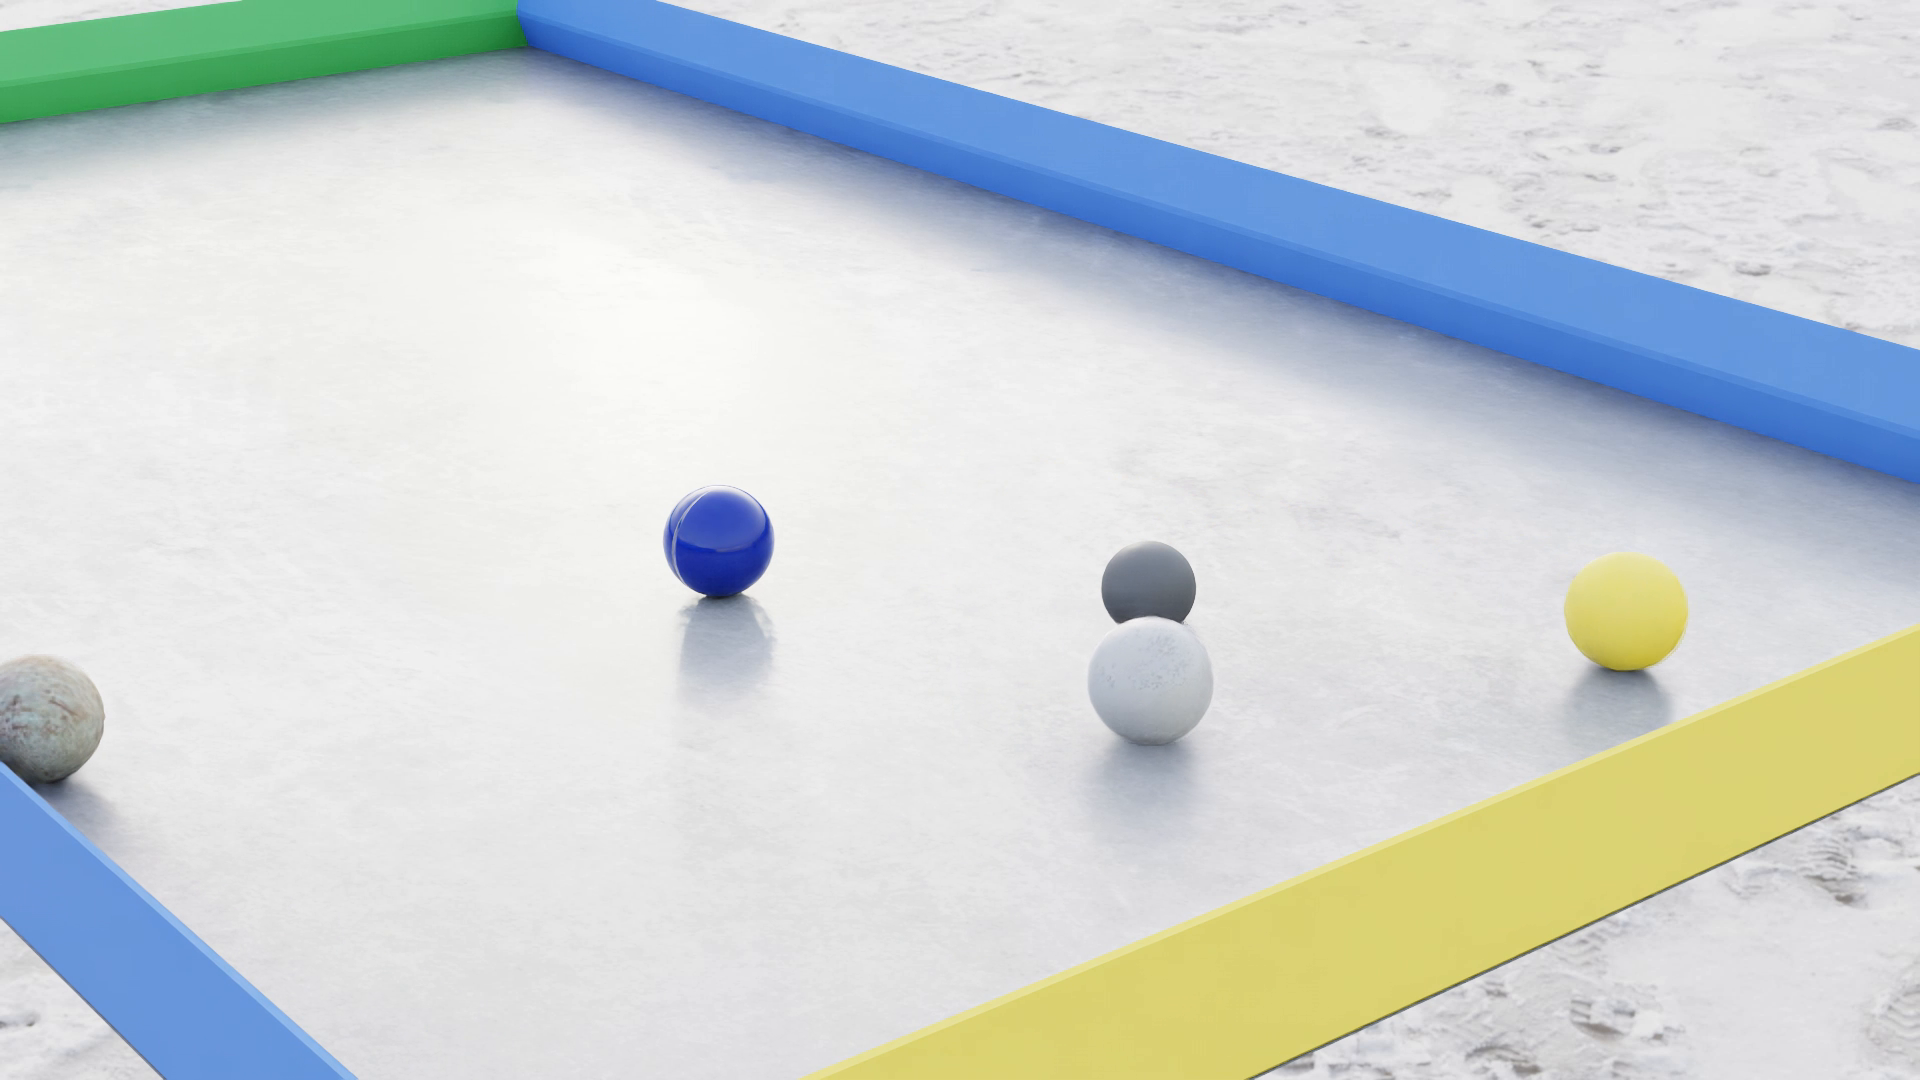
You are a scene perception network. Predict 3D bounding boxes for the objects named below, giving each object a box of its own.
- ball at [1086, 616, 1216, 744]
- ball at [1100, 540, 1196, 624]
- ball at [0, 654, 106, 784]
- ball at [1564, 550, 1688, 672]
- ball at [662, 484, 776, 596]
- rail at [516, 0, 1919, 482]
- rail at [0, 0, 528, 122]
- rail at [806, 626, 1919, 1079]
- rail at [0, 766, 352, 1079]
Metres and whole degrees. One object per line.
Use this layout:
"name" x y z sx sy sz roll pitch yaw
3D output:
"ball" 0.145 0.107 2.242 0.098 0.098 0.098 0 21 0
"ball" 0.156 0.040 2.438 0.079 0.079 0.079 0 21 0
"ball" -0.683 0.133 2.178 0.095 0.095 0.095 0 21 0
"ball" 0.536 0.057 2.369 0.097 0.097 0.097 0 21 0
"ball" -0.206 0.001 2.515 0.096 0.096 0.096 0 21 0
"rail" 0.212 -0.420 3.549 0.045 0.127 2.940 -16 26 -35
"rail" -1.354 -0.640 4.111 1.752 0.127 0.045 -16 26 -35
"rail" 0.442 0.184 1.999 1.752 0.127 0.045 -16 26 -35
"rail" -1.125 -0.035 2.562 0.045 0.127 2.940 -16 26 -35
